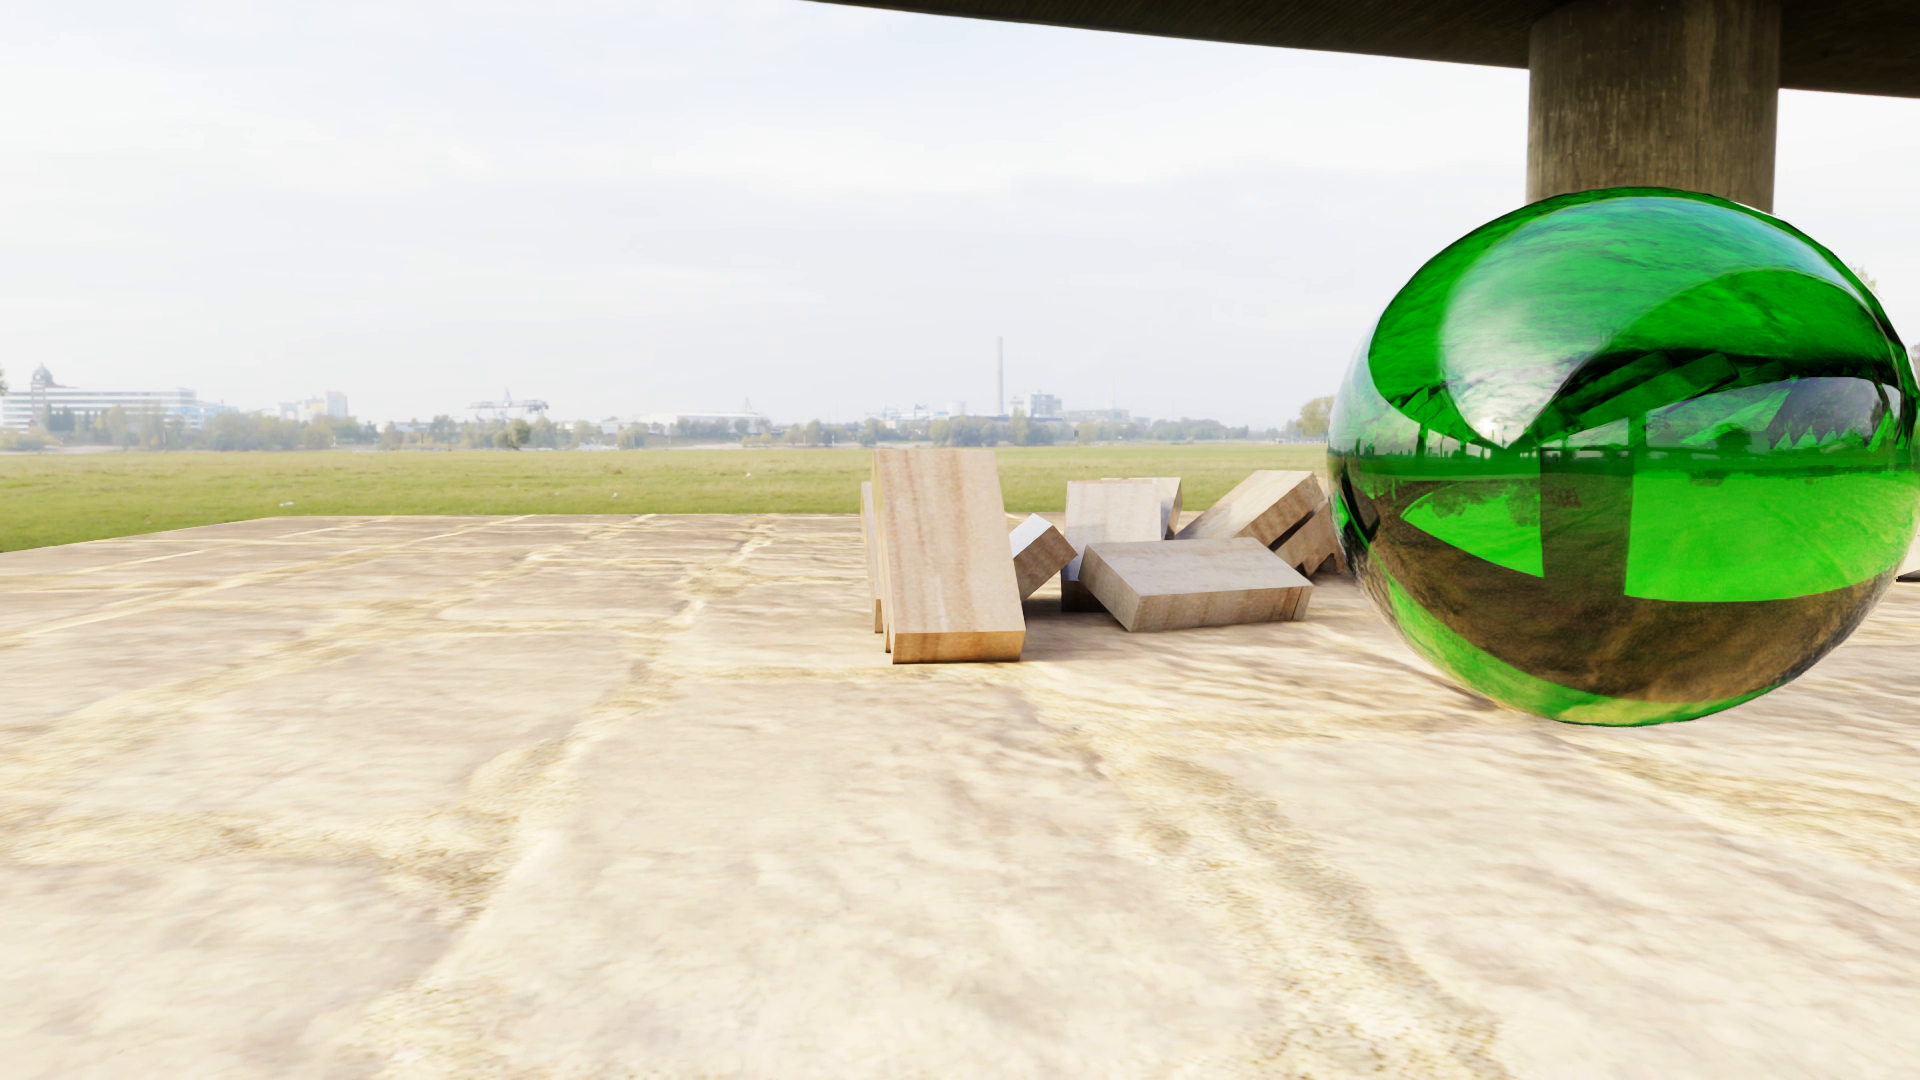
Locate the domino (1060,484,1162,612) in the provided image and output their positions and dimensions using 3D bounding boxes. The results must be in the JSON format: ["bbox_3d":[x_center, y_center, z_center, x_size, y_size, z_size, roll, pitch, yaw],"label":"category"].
[{"bbox_3d":[0.041,0.001,0.342,0.025,0.010,0.050,1,32,8],"label":"domino"}]

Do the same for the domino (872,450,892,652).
[{"bbox_3d":[-0.005,0.001,0.277,0.025,0.009,0.050,-1,48,-8],"label":"domino"}]

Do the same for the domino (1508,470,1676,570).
[{"bbox_3d":[0.214,-0.007,0.440,0.050,0.009,0.025,-28,7,4],"label":"domino"}]

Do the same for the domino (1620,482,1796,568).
[{"bbox_3d":[0.254,-0.005,0.435,0.050,0.009,0.025,-28,-13,34],"label":"domino"}]

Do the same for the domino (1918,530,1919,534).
[{"bbox_3d":[0.289,-0.002,0.408,0.050,0.009,0.025,-26,-13,36],"label":"domino"}]

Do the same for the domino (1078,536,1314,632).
[{"bbox_3d":[0.057,0.010,0.308,0.050,0.010,0.025,-2,29,-26],"label":"domino"}]

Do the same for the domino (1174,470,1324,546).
[{"bbox_3d":[0.083,-0.003,0.386,0.050,0.010,0.025,-36,19,-21],"label":"domino"}]

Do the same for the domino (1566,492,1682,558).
[{"bbox_3d":[0.235,-0.005,0.467,0.050,0.009,0.025,-17,1,-29],"label":"domino"}]

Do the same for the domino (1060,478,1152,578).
[{"bbox_3d":[0.042,-0.001,0.365,0.025,0.010,0.050,-1,31,8],"label":"domino"}]

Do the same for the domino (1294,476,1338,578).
[{"bbox_3d":[0.113,-0.005,0.419,0.025,0.009,0.050,1,31,46],"label":"domino"}]

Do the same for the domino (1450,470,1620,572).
[{"bbox_3d":[0.194,-0.007,0.437,0.050,0.009,0.025,-28,6,7],"label":"domino"}]

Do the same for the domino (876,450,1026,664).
[{"bbox_3d":[-0.003,0.002,0.263,0.025,0.010,0.050,-1,48,-8],"label":"domino"}]

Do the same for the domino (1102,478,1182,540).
[{"bbox_3d":[0.051,-0.002,0.385,0.025,0.010,0.050,1,32,18],"label":"domino"}]

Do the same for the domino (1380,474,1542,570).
[{"bbox_3d":[0.171,-0.006,0.442,0.050,0.009,0.025,-28,2,5],"label":"domino"}]

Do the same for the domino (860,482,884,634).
[{"bbox_3d":[-0.010,0.003,0.309,0.025,0.009,0.050,-1,34,-8],"label":"domino"}]

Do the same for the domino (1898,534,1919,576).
[{"bbox_3d":[0.308,-0.002,0.392,0.050,0.009,0.025,-27,-13,36],"label":"domino"}]

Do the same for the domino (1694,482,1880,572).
[{"bbox_3d":[0.272,-0.004,0.422,0.050,0.009,0.025,-28,-14,35],"label":"domino"}]

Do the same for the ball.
[{"bbox_3d":[0.097,-0.012,0.194,0.080,0.080,0.080,0,4,0],"label":"ball"}]

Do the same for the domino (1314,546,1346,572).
[{"bbox_3d":[0.127,-0.006,0.435,0.025,0.009,0.050,1,30,46],"label":"domino"}]

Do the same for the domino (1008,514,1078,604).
[{"bbox_3d":[0.015,0.006,0.330,0.025,0.010,0.050,-40,5,1],"label":"domino"}]

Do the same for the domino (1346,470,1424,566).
[{"bbox_3d":[0.141,-0.008,0.452,0.025,0.009,0.050,-2,28,43],"label":"domino"}]

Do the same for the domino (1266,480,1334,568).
[{"bbox_3d":[0.100,-0.003,0.400,0.050,0.009,0.025,-36,26,-33],"label":"domino"}]
